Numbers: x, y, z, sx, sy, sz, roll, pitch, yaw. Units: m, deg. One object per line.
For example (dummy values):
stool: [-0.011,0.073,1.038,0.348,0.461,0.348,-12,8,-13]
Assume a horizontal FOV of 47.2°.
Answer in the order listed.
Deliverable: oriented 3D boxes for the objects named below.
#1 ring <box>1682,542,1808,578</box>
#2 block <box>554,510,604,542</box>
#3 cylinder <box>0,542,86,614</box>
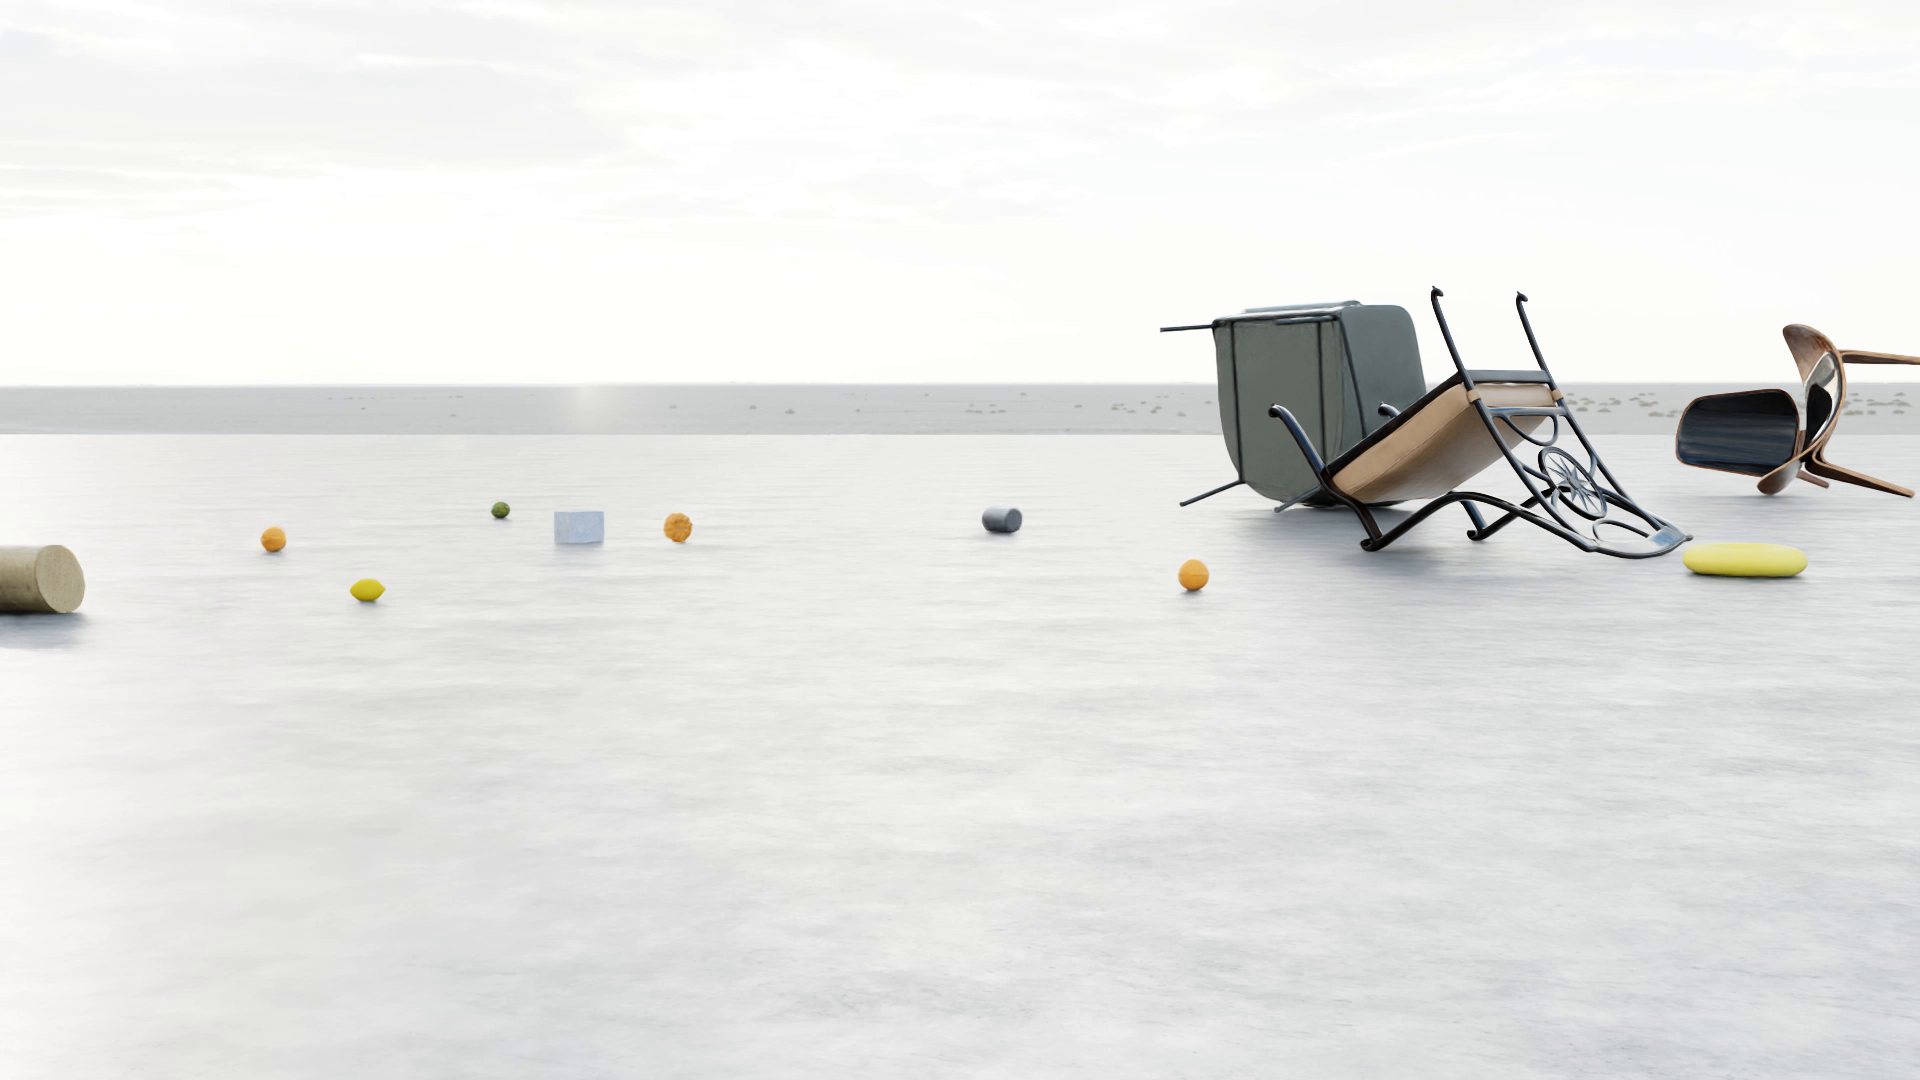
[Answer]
ring: [1.909,0.048,5.350,0.282,0.068,0.295,-3,6,-29]
block: [-1.125,-0.041,6.495,0.114,0.089,0.097,-3,5,-39]
cylinder: [-1.866,0.076,4.400,0.148,0.128,0.180,1,-26,10]
